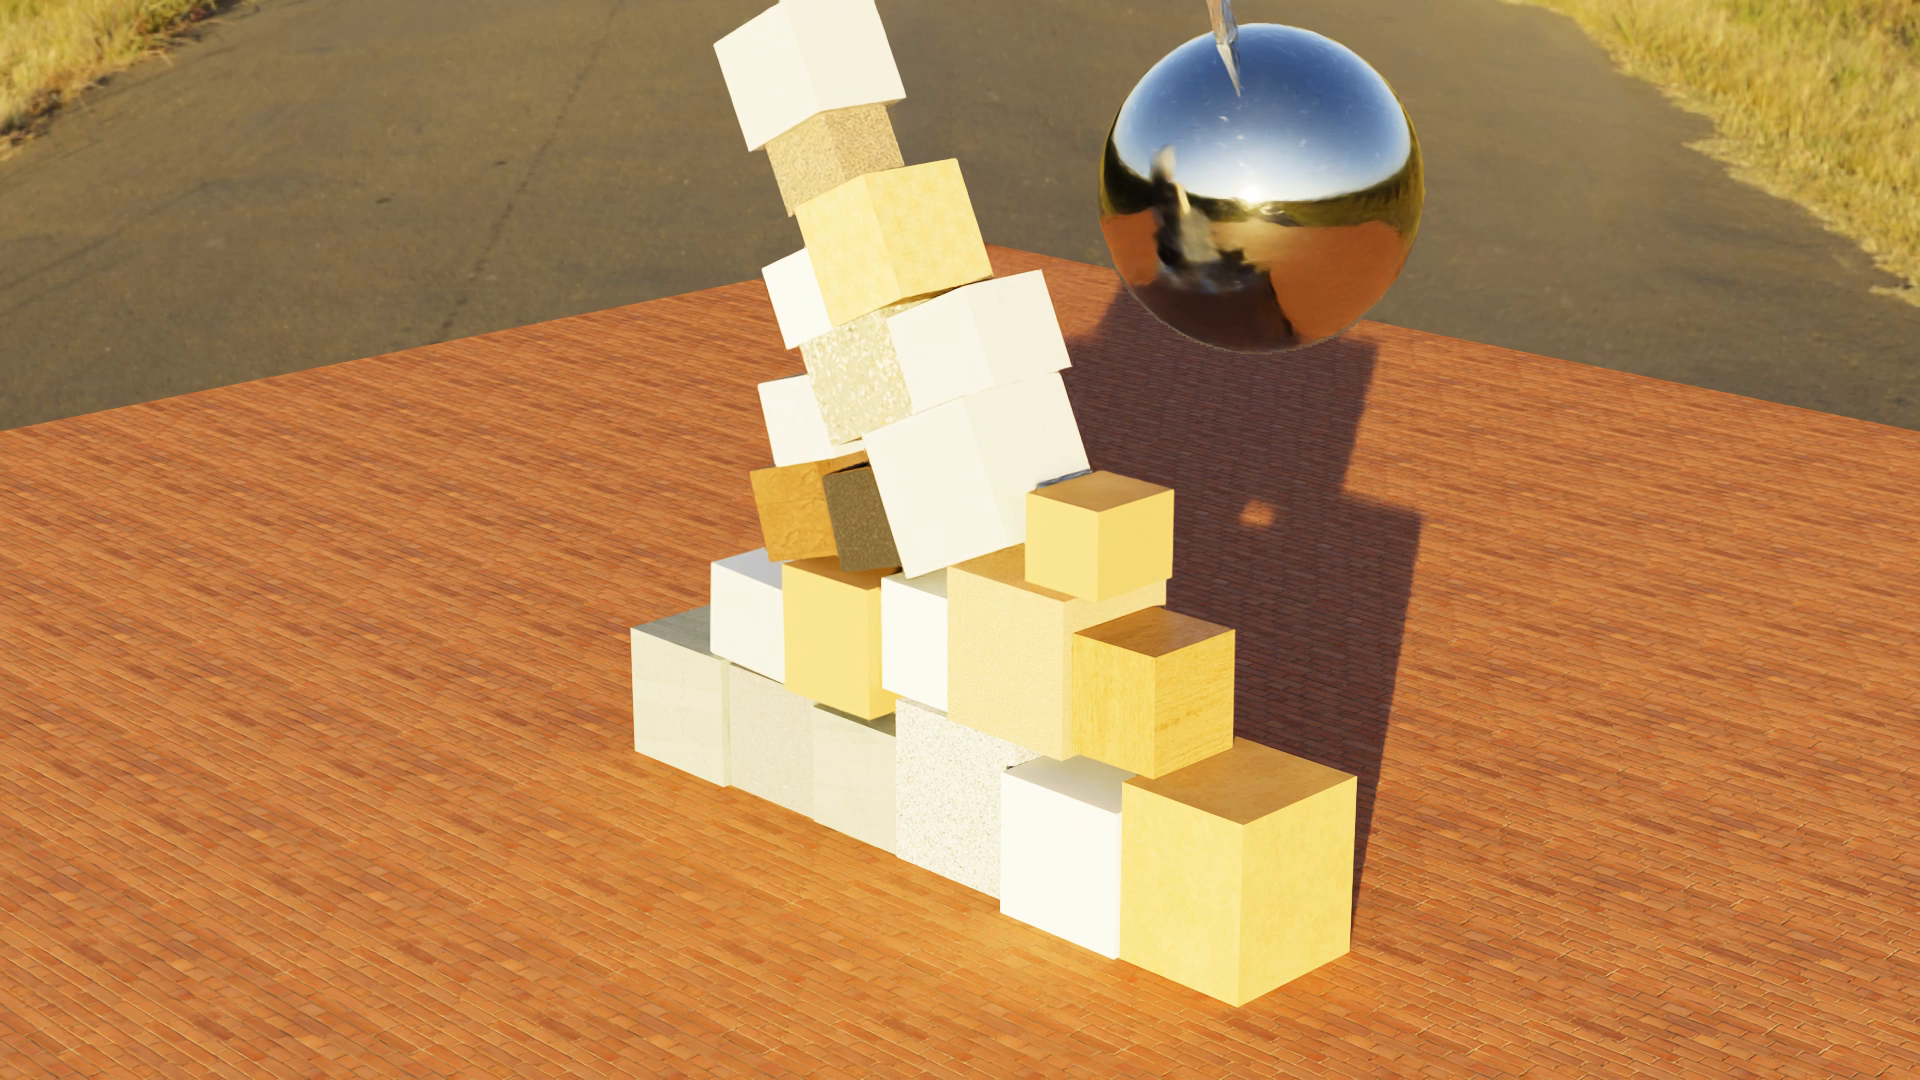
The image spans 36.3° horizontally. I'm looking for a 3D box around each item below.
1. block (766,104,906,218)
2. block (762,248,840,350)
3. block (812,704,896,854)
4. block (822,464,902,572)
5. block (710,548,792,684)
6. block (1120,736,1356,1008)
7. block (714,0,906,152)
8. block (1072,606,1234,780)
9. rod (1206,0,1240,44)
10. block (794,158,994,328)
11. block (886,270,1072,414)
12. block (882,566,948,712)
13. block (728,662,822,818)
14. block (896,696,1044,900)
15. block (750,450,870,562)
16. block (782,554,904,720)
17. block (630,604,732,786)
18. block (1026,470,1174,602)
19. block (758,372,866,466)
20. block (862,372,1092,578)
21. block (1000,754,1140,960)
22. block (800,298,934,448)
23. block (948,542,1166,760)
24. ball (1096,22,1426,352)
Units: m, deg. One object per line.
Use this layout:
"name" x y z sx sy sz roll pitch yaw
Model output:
"block" -0.562 -1.729 13.375 0.380 0.343 0.432 -17 -3 -43
"block" -0.573 -1.154 13.535 0.431 0.394 0.410 -17 -1 -43
"block" -0.277 1.064 13.982 0.616 0.586 0.579 -17 24 -42
"block" -0.281 -0.140 13.607 0.455 0.459 0.457 -17 7 -43
"block" -0.804 0.339 14.312 0.568 0.466 0.592 20 26 41
"block" 1.184 1.401 12.525 0.751 0.817 0.660 -17 24 -42
"block" -0.686 -2.143 13.392 0.531 0.522 0.543 -17 -3 -42
"block" 0.833 0.651 12.653 0.516 0.542 0.473 -17 23 -42
"rod" 0.636 -4.511 12.590 0.080 5.200 0.080 17 44 42
"block" -0.296 -1.337 13.203 0.584 0.568 0.497 -17 -1 -43
"block" 0.082 -0.875 13.003 0.494 0.450 0.530 -17 -1 -43
"block" -0.016 0.432 13.468 0.475 0.536 0.490 -17 24 -42
"block" -0.713 0.914 14.376 0.564 0.635 0.612 -17 24 -42
"block" 0.206 1.114 13.495 0.655 0.781 0.759 -17 24 -42
"block" -0.623 -0.180 13.940 0.472 0.447 0.487 -17 7 -43
"block" -0.402 0.405 13.880 0.639 0.629 0.585 -17 23 -42
"block" -1.175 0.760 14.823 0.664 0.662 0.692 -17 24 -42
"block" 0.605 -0.021 12.721 0.421 0.401 0.488 17 24 42
"block" -0.602 -0.604 13.789 0.467 0.398 0.418 -17 7 -43
"block" 0.104 -0.288 13.165 0.628 0.679 0.693 -17 -1 -43
"block" 0.701 1.326 13.003 0.794 0.672 0.680 -17 24 -42
"block" -0.282 -0.780 13.409 0.553 0.497 0.575 -17 -1 -43
"block" 0.427 0.466 13.047 0.663 0.725 0.703 -17 24 -42
"ball" 1.467 -1.717 14.340 1.600 1.600 1.600 0 17 0
